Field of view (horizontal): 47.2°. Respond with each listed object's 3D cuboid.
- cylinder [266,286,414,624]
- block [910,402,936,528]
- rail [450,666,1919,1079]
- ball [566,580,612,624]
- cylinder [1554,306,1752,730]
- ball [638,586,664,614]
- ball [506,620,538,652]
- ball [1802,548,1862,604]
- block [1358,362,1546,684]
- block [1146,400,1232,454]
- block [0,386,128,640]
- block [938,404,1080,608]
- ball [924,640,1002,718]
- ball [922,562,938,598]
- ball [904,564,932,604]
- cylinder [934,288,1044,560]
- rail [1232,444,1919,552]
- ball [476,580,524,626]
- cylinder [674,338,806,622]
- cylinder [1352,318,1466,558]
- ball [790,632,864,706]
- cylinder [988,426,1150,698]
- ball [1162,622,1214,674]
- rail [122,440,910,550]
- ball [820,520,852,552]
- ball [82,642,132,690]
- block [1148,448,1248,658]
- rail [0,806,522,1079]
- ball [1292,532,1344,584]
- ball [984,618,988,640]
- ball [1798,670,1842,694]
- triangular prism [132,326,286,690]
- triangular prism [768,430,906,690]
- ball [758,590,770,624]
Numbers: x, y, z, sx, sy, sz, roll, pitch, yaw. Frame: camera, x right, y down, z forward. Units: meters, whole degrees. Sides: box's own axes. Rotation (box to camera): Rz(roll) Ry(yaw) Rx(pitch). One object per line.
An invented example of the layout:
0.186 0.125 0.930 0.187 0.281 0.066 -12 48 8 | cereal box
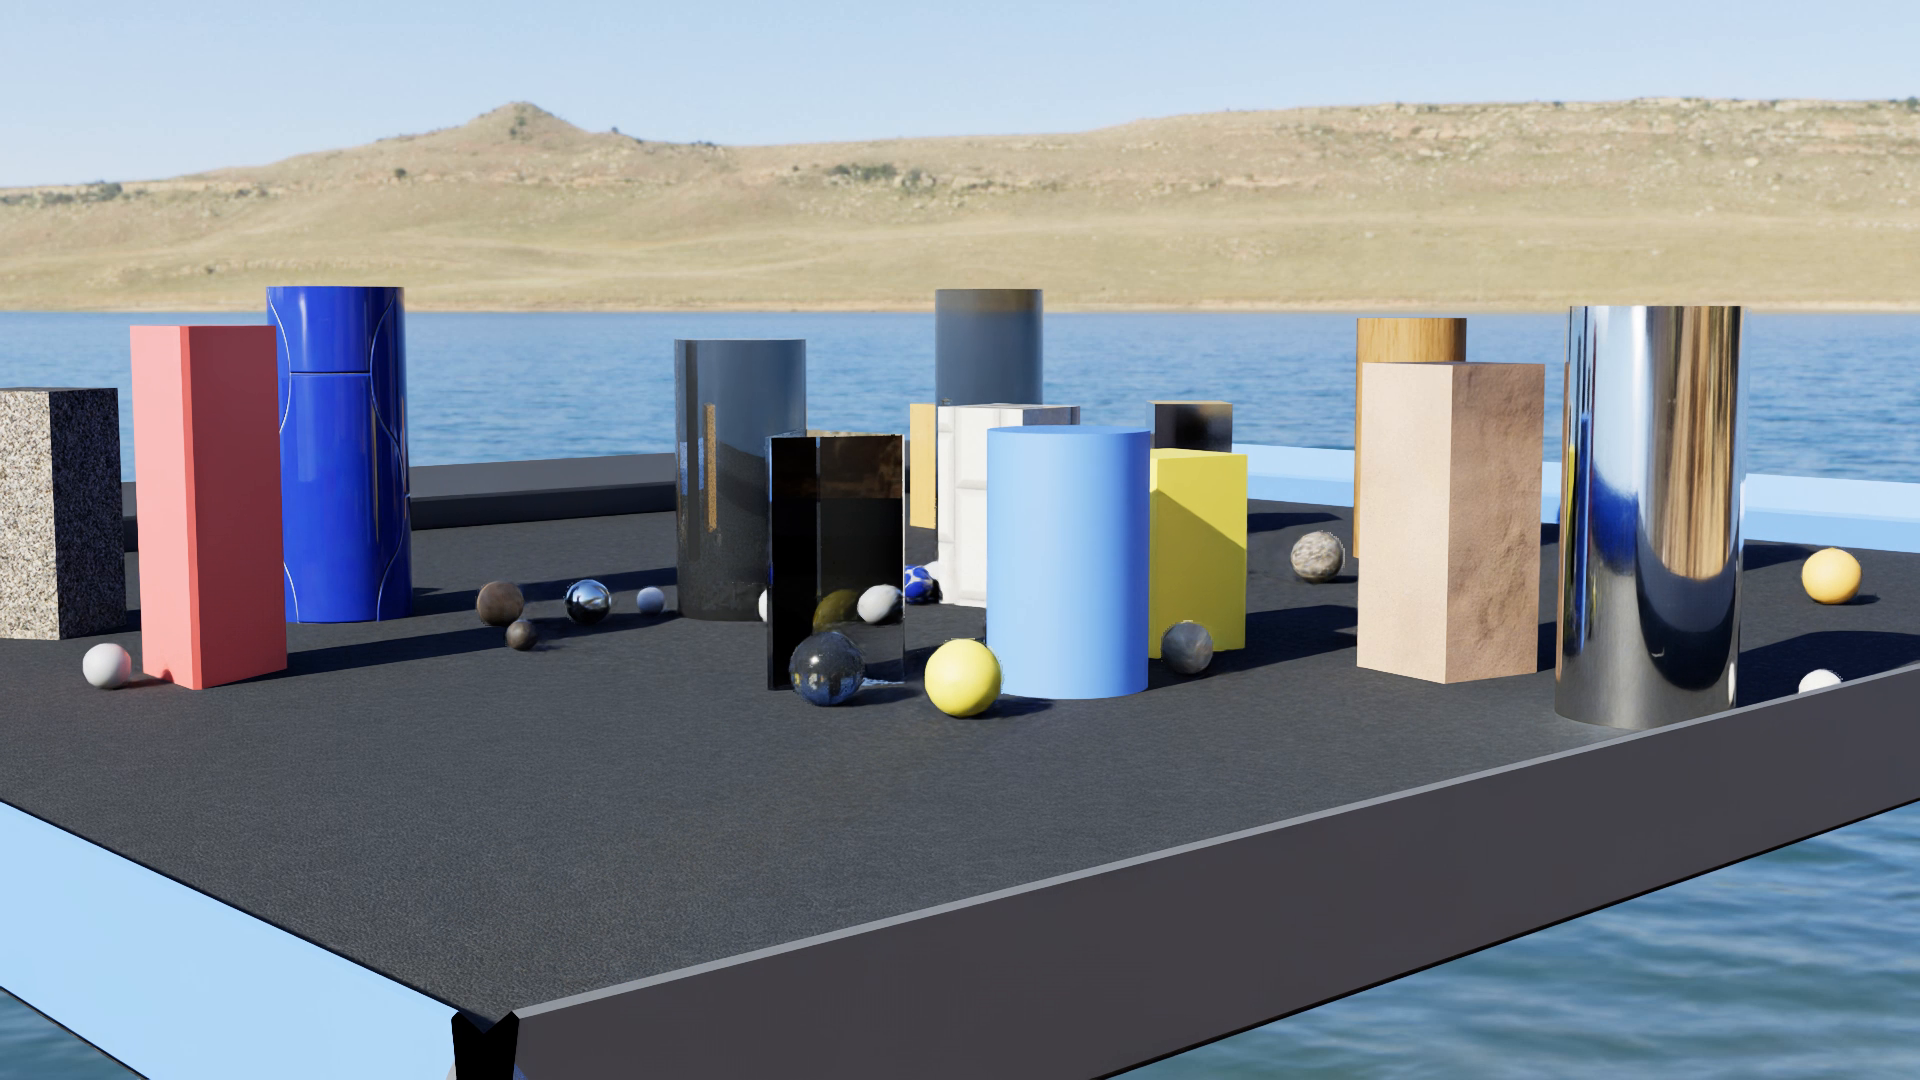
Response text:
-0.897 -0.128 3.186 0.192 0.476 0.192 0 6 0 | cylinder
0.005 -0.153 4.504 0.154 0.251 0.154 -4 7 -36 | block
1.057 0.152 2.192 3.512 0.125 0.045 -6 8 -42 | rail
-0.526 0.088 3.107 0.064 0.064 0.064 0 6 0 | ball
0.754 -0.030 2.399 0.192 0.447 0.192 0 6 0 | cylinder
-0.451 0.089 3.211 0.040 0.040 0.040 0 6 0 | ball
-0.571 0.124 2.865 0.041 0.041 0.041 0 6 0 | ball
1.315 0.055 3.317 0.085 0.085 0.085 0 6 0 | ball
0.602 -0.028 2.705 0.154 0.378 0.154 -4 7 -32 | block
0.457 -0.148 4.417 0.154 0.258 0.154 0 6 -2 | block
-1.272 -0.041 3.039 0.154 0.334 0.154 1 6 13 | block
0.075 -0.054 3.339 0.154 0.297 0.154 4 7 36 | block
0.003 0.151 2.404 0.085 0.085 0.085 0 6 0 | ball
-0.037 0.062 3.390 0.057 0.057 0.057 0 6 0 | ball
-0.071 0.067 3.326 0.059 0.059 0.059 0 6 0 | ball
0.052 -0.204 3.901 0.192 0.478 0.192 0 6 0 | cylinder
1.273 -0.090 4.500 0.045 0.125 3.166 -6 8 -42 | rail
-0.646 0.089 3.090 0.065 0.065 0.065 0 6 0 | ball
-0.319 -0.093 3.214 0.192 0.400 0.192 0 6 0 | cylinder
0.806 -0.183 3.944 0.192 0.428 0.192 0 6 0 | cylinder
-0.150 0.144 2.473 0.084 0.084 0.084 0 6 0 | ball
0.127 0.021 2.596 0.192 0.303 0.192 0 6 0 | cylinder
0.278 0.132 2.685 0.064 0.064 0.064 0 6 0 | ball
-1.057 -0.087 4.472 3.512 0.125 0.045 -6 8 -42 | rail
-0.226 -0.006 4.020 0.059 0.059 0.059 0 6 0 | ball
-1.002 0.148 2.582 0.054 0.054 0.054 0 6 0 | ball
0.268 0.013 2.898 0.154 0.255 0.154 -4 7 -35 | block
-1.273 0.155 2.164 0.045 0.125 3.166 -6 8 -42 | rail
0.580 0.029 3.573 0.084 0.084 0.084 0 6 0 | ball
0.054 0.118 2.897 0.047 0.047 0.047 0 6 0 | ball
0.949 0.168 2.421 0.049 0.049 0.049 0 6 0 | ball
-0.893 -0.047 2.667 0.144 0.424 0.166 -5 8 -40 | triangular prism
-0.168 0.019 2.652 0.166 0.296 0.144 -2 6 -19 | triangular prism
-0.255 0.093 3.088 0.058 0.058 0.058 0 6 0 | ball
